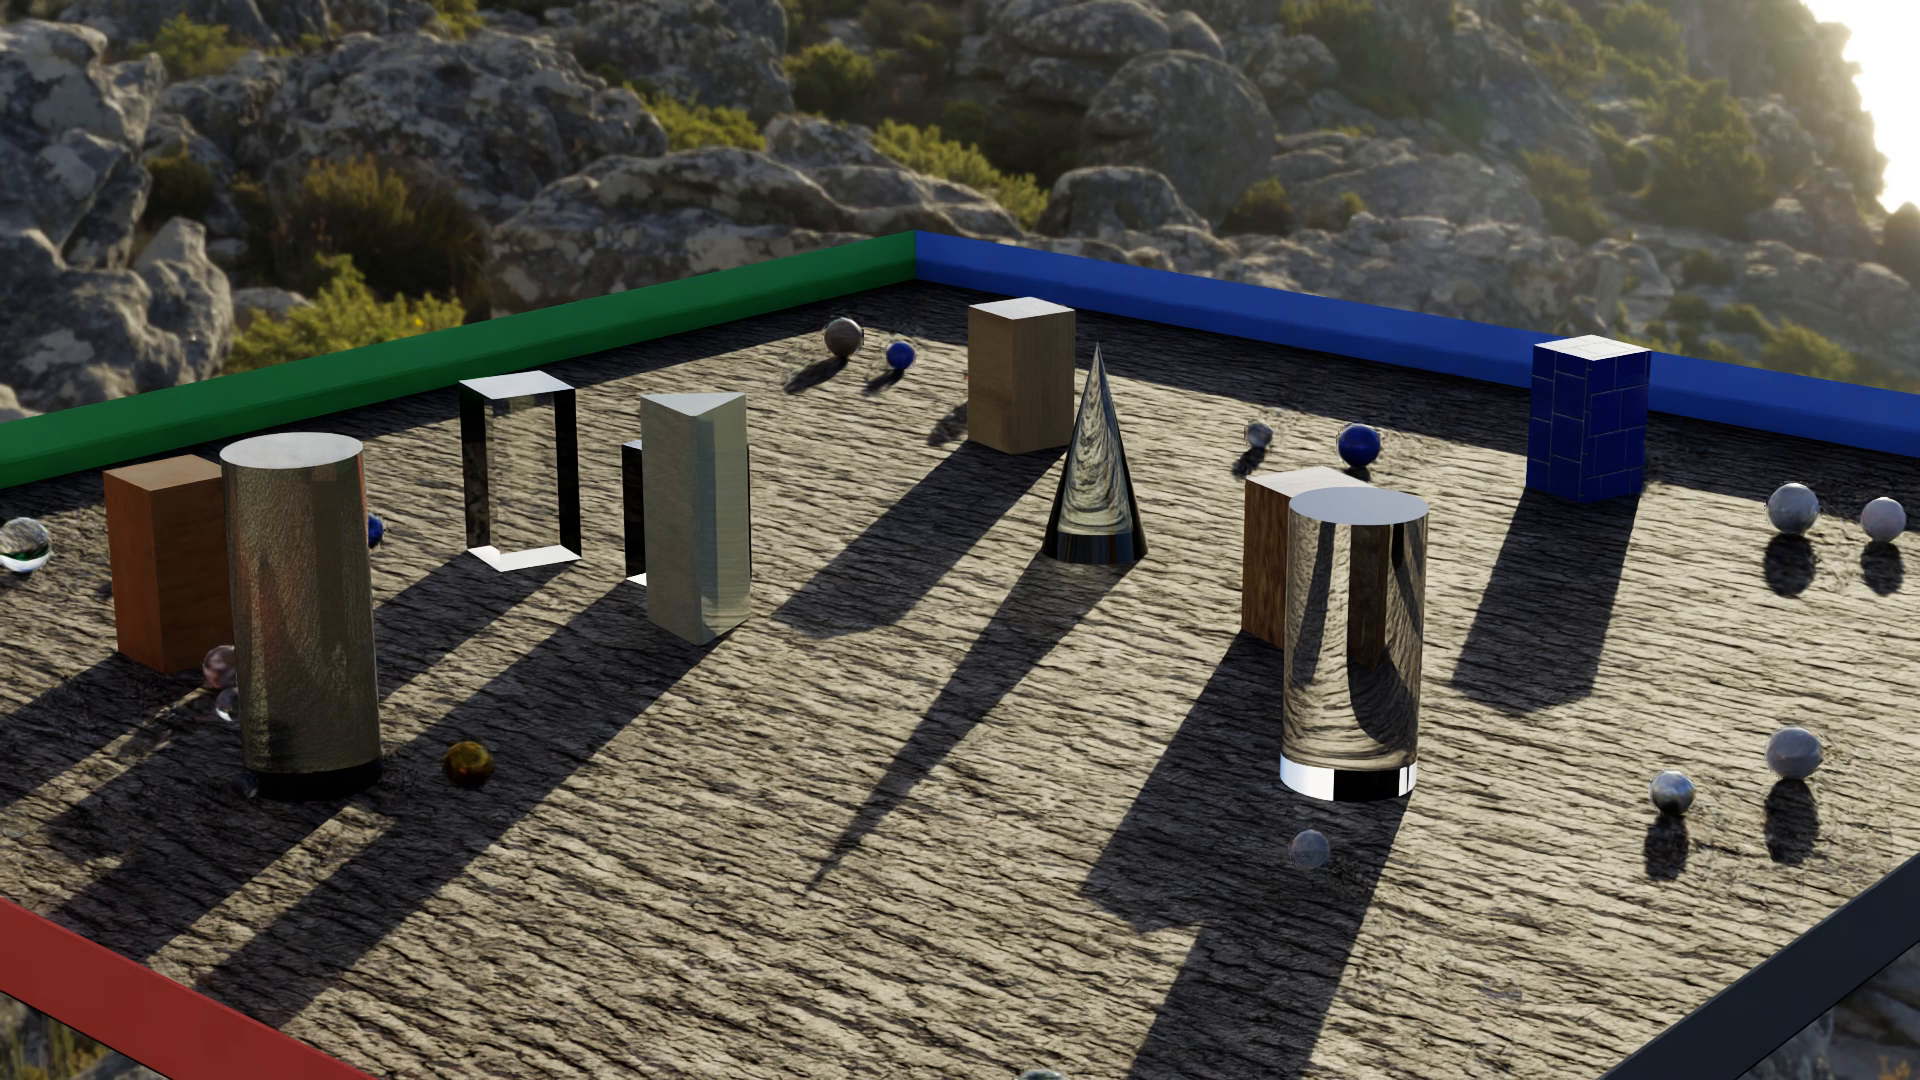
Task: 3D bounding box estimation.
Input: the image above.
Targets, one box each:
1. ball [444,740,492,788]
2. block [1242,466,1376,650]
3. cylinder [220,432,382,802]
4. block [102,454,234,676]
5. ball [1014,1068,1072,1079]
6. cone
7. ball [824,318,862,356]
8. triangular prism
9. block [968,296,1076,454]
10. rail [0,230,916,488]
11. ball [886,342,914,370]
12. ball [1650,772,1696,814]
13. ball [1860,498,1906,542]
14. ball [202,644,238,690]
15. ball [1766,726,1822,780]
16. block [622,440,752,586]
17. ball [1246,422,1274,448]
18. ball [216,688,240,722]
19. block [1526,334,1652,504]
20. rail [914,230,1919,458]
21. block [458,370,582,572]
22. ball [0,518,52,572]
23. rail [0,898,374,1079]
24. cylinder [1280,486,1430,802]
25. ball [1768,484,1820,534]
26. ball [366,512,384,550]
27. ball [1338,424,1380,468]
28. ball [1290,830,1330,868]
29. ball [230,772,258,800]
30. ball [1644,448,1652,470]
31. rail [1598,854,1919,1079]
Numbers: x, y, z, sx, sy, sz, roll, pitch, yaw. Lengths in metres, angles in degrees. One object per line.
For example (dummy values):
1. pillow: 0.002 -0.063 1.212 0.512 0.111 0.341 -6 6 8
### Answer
1. ball: -0.713 0.326 4.253 0.069 0.069 0.069 0 17 0
2. block: 0.583 0.032 4.890 0.159 0.264 0.159 -9 19 -28
3. cylinder: -0.947 0.110 4.228 0.199 0.497 0.199 0 17 0
4. block: -1.278 0.038 4.794 0.159 0.309 0.159 -15 22 -40
5. ball: 0.090 0.627 3.207 0.096 0.096 0.096 0 17 0
6. cone: 0.248 -0.172 5.343 0.199 0.393 0.199 0 17 0
7. ball: -0.274 -0.475 6.876 0.090 0.090 0.090 0 17 0
8. triangular prism: -0.422 -0.045 4.923 0.149 0.394 0.172 -12 20 -34
9. block: 0.127 -0.343 6.101 0.159 0.285 0.159 -11 20 -33
10. rail: -1.400 -0.318 6.284 0.045 0.129 3.962 14 22 39
11. ball: -0.137 -0.424 6.749 0.066 0.066 0.066 0 17 0
12. ball: 1.011 0.359 4.158 0.061 0.061 0.061 0 17 0
13. ball: 1.713 -0.038 5.440 0.081 0.081 0.081 0 17 0
14. ball: -1.166 0.203 4.656 0.072 0.072 0.072 0 17 0
15. ball: 1.219 0.312 4.283 0.078 0.078 0.078 0 17 0
16. block: -0.483 -0.050 5.189 0.159 0.249 0.159 -16 23 -42
17. ball: 0.622 -0.218 6.082 0.056 0.056 0.056 0 17 0
18. ball: -1.122 0.253 4.522 0.052 0.052 0.052 0 17 0
19. block: 1.232 -0.239 5.753 0.159 0.285 0.159 -11 20 -33
20. rail: 1.283 -0.394 6.535 3.755 0.129 0.045 14 22 39
21. block: -0.798 -0.127 5.324 0.159 0.319 0.159 -10 19 -29
22. ball: -1.677 0.009 5.251 0.099 0.099 0.099 0 17 0
23. rail: -1.283 0.459 3.705 3.755 0.129 0.045 14 22 39
24. cylinder: 0.569 0.149 4.241 0.199 0.414 0.199 0 17 0
25. ball: 1.559 -0.058 5.485 0.094 0.094 0.094 0 17 0
26. ball: -1.093 -0.015 5.383 0.070 0.070 0.070 0 17 0
27. ball: 0.808 -0.191 5.938 0.087 0.087 0.087 0 17 0
28. ball: 0.475 0.419 3.973 0.052 0.052 0.052 0 17 0
29. ball: -1.026 0.352 4.205 0.040 0.040 0.040 0 17 0
30. ball: 1.363 -0.162 5.900 0.053 0.053 0.053 0 17 0
31. rail: 1.400 0.383 3.956 0.045 0.129 3.962 14 22 39
